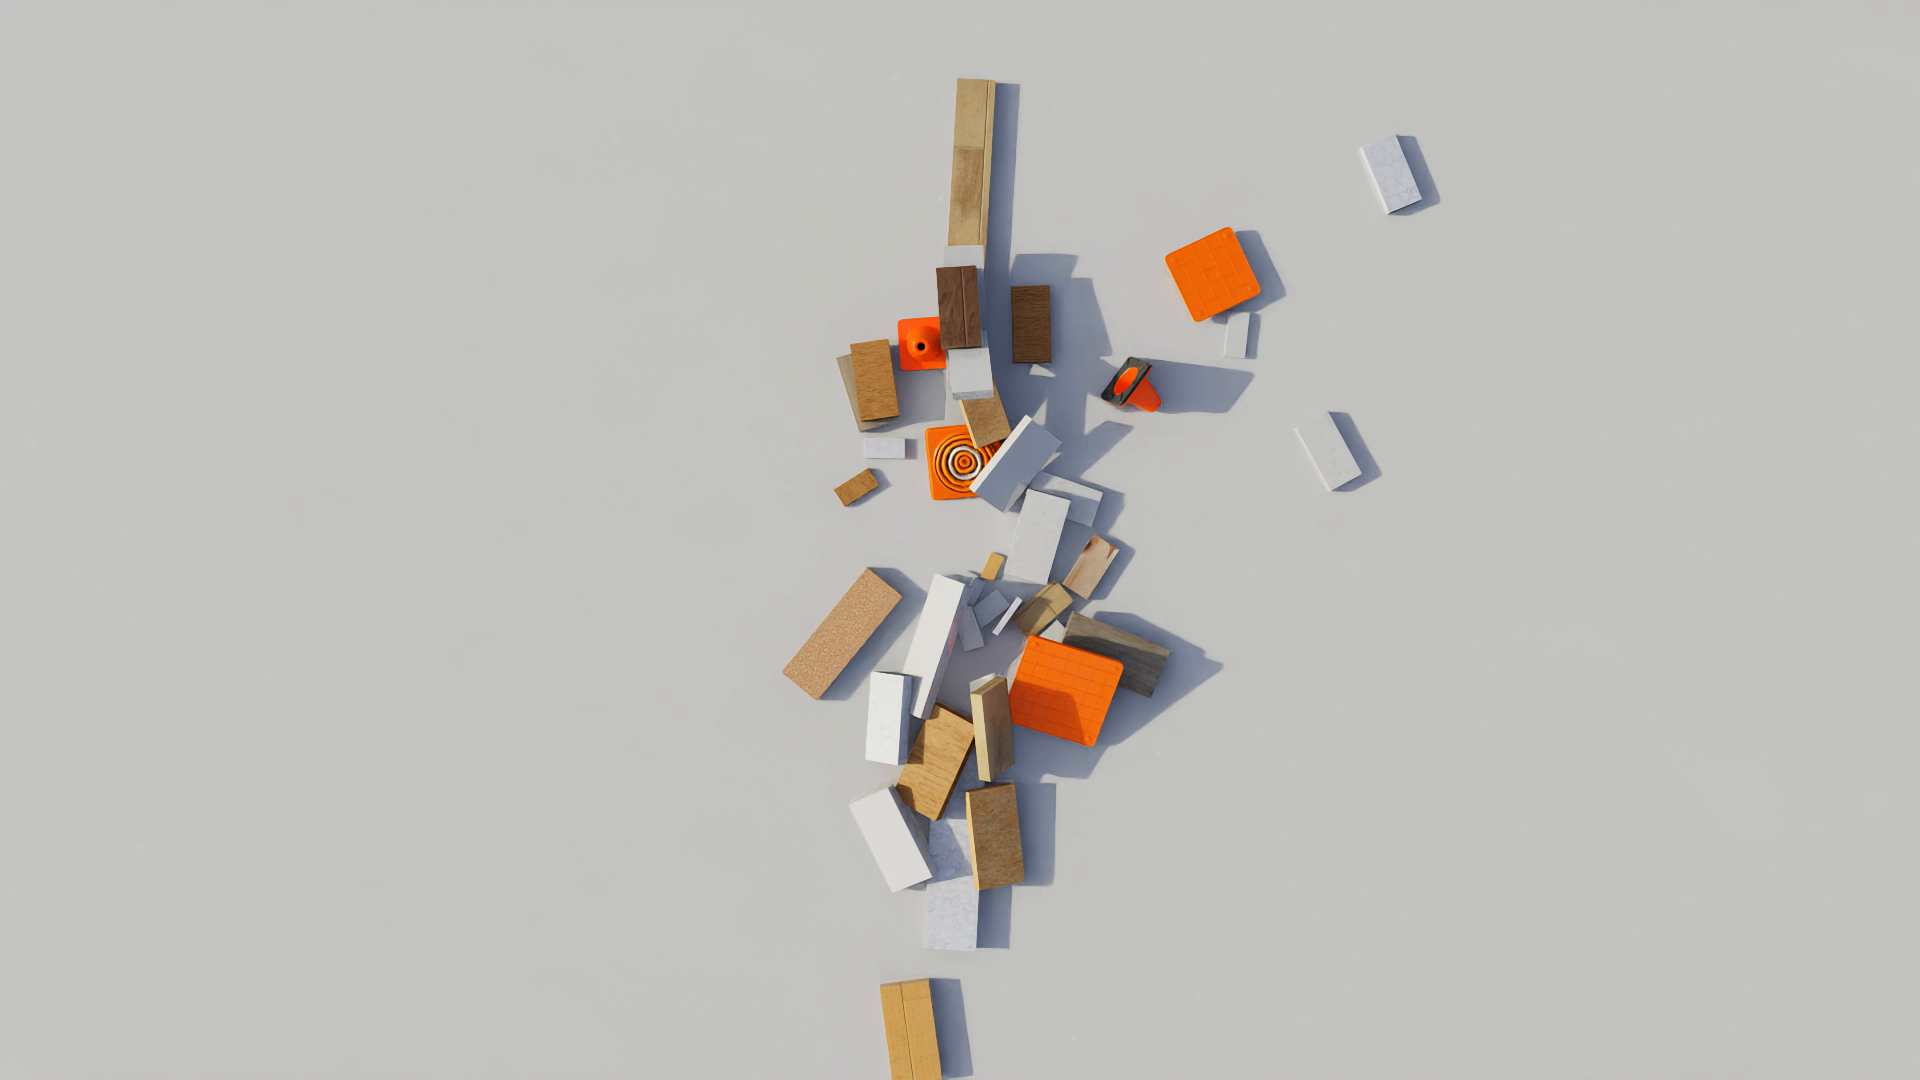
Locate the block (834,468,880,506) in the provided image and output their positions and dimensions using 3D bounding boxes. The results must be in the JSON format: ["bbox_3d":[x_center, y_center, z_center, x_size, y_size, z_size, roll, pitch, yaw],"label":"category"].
[{"bbox_3d":[-0.345,-0.175,5.490,0.135,0.019,0.068,-32,90,0],"label":"block"}]

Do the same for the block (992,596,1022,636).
[{"bbox_3d":[0.157,0.251,5.464,0.020,0.072,0.143,35,90,0],"label":"block"}]

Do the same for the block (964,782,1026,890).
[{"bbox_3d":[0.114,0.977,5.442,0.163,0.046,0.326,-7,93,-20],"label":"block"}]

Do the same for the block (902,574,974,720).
[{"bbox_3d":[-0.092,0.350,5.434,0.146,0.041,0.460,18,90,45],"label":"block"}]

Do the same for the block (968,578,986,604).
[{"bbox_3d":[0.044,0.173,5.484,0.045,0.013,0.090,27,89,-26],"label":"block"}]

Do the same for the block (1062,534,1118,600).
[{"bbox_3d":[0.434,0.089,5.486,0.099,0.028,0.197,33,90,0],"label":"block"}]

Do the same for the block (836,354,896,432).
[{"bbox_3d":[-0.311,-0.500,5.482,0.128,0.036,0.256,-18,90,0],"label":"block"}]

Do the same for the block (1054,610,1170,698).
[{"bbox_3d":[0.501,0.379,5.458,0.346,0.049,0.173,22,92,-5],"label":"block"}]

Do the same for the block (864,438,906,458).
[{"bbox_3d":[-0.250,-0.305,5.490,0.135,0.019,0.068,1,90,0],"label":"block"}]

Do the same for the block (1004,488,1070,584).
[{"bbox_3d":[0.255,-0.012,5.458,0.146,0.041,0.292,16,98,0],"label":"block"}]

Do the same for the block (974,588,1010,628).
[{"bbox_3d":[0.089,0.234,5.490,0.143,0.020,0.072,-38,90,0],"label":"block"}]

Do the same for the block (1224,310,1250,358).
[{"bbox_3d":[0.922,-0.683,5.490,0.068,0.019,0.151,6,90,0],"label":"block"}]

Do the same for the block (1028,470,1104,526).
[{"bbox_3d":[0.343,-0.140,5.483,0.238,0.034,0.119,19,90,0],"label":"block"}]

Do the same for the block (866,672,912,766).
[{"bbox_3d":[-0.236,0.586,5.437,0.146,0.041,0.292,4,90,40],"label":"block"}]

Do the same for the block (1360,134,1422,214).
[{"bbox_3d":[1.432,-1.217,5.483,0.119,0.034,0.238,-22,90,0],"label":"block"}]

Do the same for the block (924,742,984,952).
[{"bbox_3d":[-0.015,0.989,5.476,0.173,0.049,0.734,3,90,0],"label":"block"}]

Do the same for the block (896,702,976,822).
[{"bbox_3d":[-0.077,0.728,5.421,0.173,0.049,0.346,26,98,19],"label":"block"}]

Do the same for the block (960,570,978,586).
[{"bbox_3d":[0.021,0.151,5.494,0.045,0.013,0.090,25,90,0],"label":"block"}]

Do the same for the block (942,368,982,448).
[{"bbox_3d":[0.015,-0.435,5.439,0.126,0.036,0.252,3,105,-3],"label":"block"}]

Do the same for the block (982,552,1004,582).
[{"bbox_3d":[0.107,0.090,5.494,0.045,0.013,0.090,24,90,0],"label":"block"}]

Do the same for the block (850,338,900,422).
[{"bbox_3d":[-0.281,-0.527,5.446,0.128,0.036,0.256,-8,90,0],"label":"block"}]

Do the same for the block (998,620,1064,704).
[{"bbox_3d":[0.225,0.425,5.486,0.360,0.028,0.099,-43,90,0],"label":"block"}]

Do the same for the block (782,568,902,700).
[{"bbox_3d":[-0.391,0.312,5.479,0.152,0.043,0.448,39,90,0],"label":"block"}]

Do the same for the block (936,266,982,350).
[{"bbox_3d":[-0.004,-0.753,5.340,0.131,0.037,0.262,-4,84,0],"label":"block"}]

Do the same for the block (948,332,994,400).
[{"bbox_3d":[0.032,-0.563,5.322,0.131,0.037,0.262,-5,52,-1],"label":"block"}]

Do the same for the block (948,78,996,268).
[{"bbox_3d":[0.031,-1.107,5.482,0.128,0.036,0.842,3,90,0],"label":"block"}]

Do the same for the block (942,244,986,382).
[{"bbox_3d":[0.017,-0.691,5.429,0.131,0.037,0.550,-2,101,-1],"label":"block"}]

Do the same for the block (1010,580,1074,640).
[{"bbox_3d":[0.271,0.229,5.486,0.197,0.028,0.099,-41,90,0],"label":"block"}]

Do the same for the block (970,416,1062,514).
[{"bbox_3d":[0.182,-0.247,5.424,0.152,0.043,0.303,34,97,-35],"label":"block"}]

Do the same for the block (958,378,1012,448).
[{"bbox_3d":[0.069,-0.440,5.377,0.126,0.036,0.252,-21,100,-13],"label":"block"}]

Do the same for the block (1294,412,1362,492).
[{"bbox_3d":[1.224,-0.295,5.483,0.119,0.034,0.238,-29,90,0],"label":"block"}]

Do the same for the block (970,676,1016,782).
[{"bbox_3d":[0.108,0.617,5.385,0.043,0.152,0.303,6,110,34],"label":"block"}]

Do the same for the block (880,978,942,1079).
[{"bbox_3d":[-0.163,1.632,5.477,0.163,0.046,0.326,-8,90,0],"label":"block"}]

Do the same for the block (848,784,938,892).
[{"bbox_3d":[-0.222,0.985,5.445,0.163,0.046,0.326,-27,90,25],"label":"block"}]

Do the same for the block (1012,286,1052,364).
[{"bbox_3d":[0.237,-0.716,5.482,0.126,0.036,0.252,-2,90,0],"label":"block"}]

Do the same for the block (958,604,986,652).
[{"bbox_3d":[0.029,0.290,5.472,0.072,0.020,0.143,-16,97,17],"label":"block"}]
